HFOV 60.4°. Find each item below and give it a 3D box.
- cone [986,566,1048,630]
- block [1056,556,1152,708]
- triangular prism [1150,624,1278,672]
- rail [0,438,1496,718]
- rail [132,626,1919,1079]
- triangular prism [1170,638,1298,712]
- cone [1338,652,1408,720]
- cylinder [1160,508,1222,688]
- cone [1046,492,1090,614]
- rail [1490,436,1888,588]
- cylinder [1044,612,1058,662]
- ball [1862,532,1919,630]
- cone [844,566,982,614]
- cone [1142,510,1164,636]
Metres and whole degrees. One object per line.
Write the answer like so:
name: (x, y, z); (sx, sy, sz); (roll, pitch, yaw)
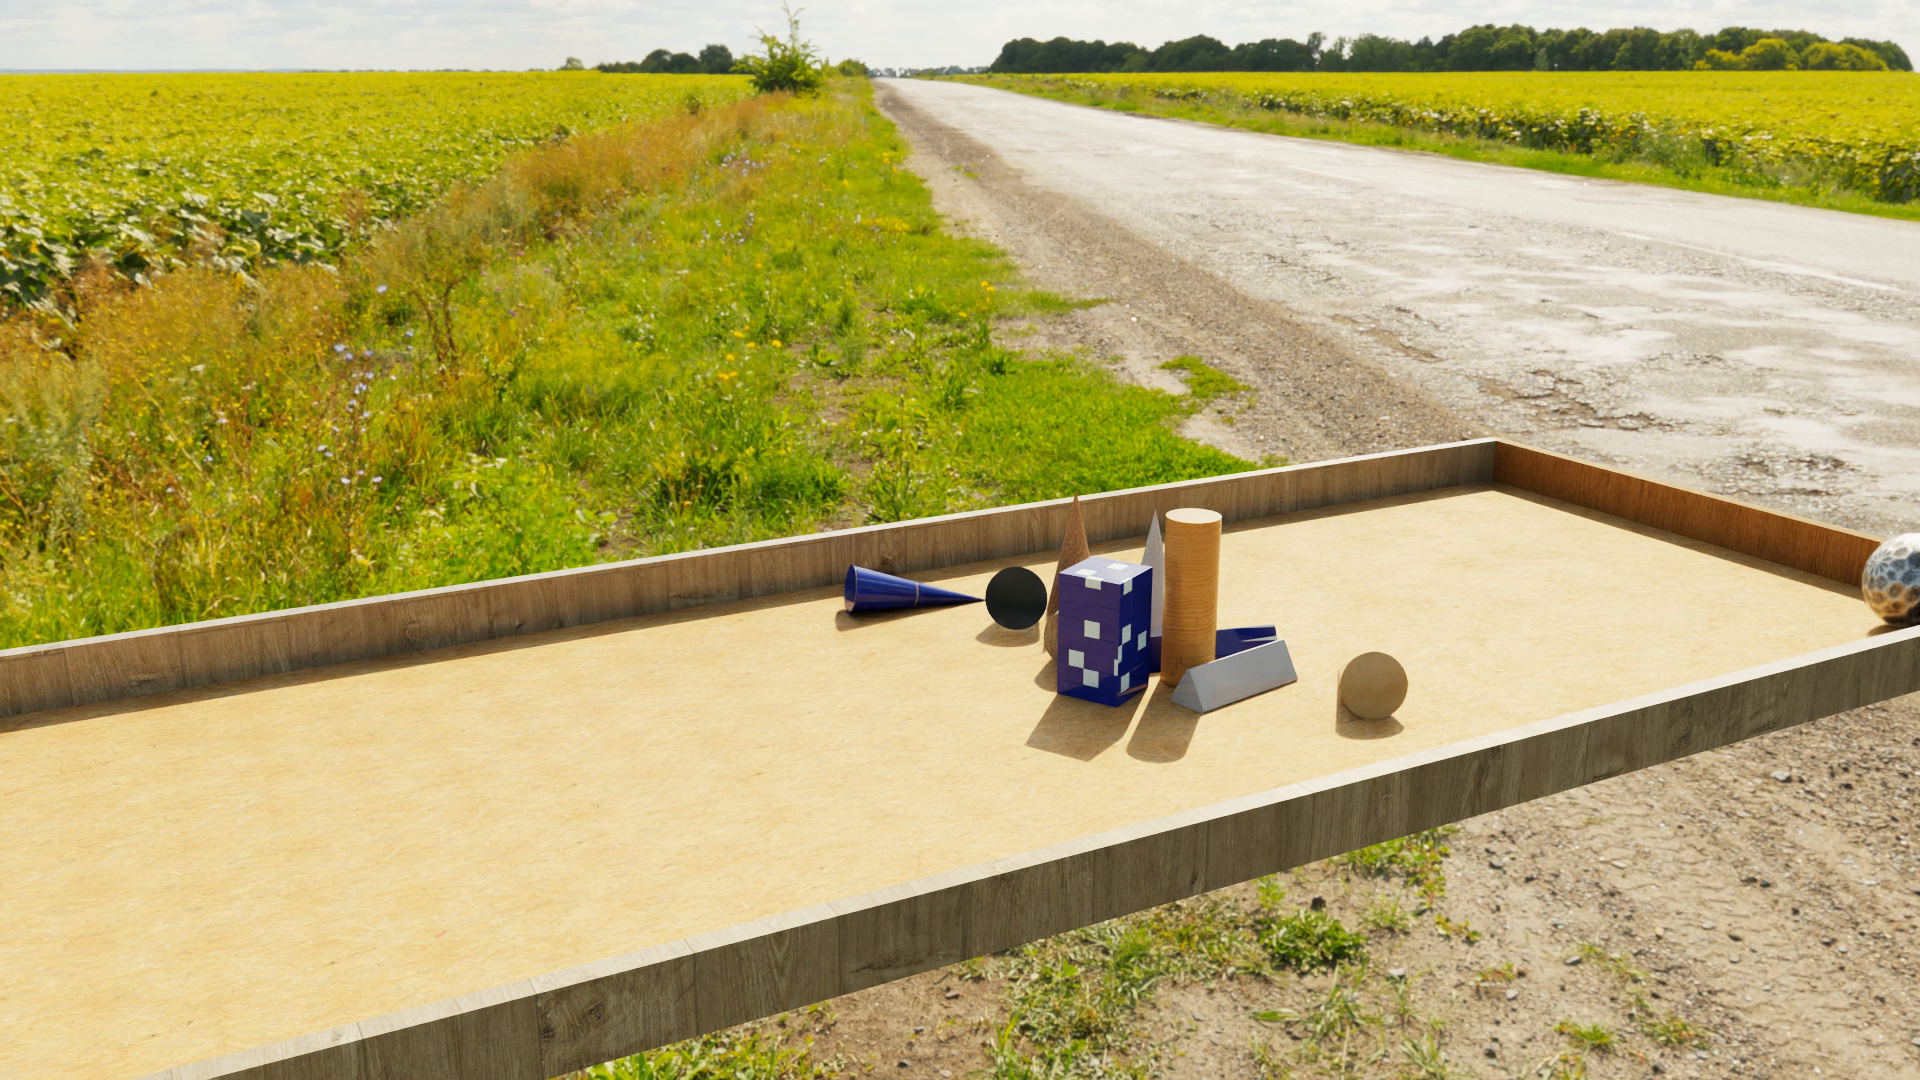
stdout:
cone: (0.192, 0.153, 4.683); (0.174, 0.174, 0.354); (4, 3, 12)
block: (0.355, 0.222, 4.046); (0.167, 0.312, 0.167); (11, 19, 32)
triangular prism: (0.618, 0.275, 4.271); (0.426, 0.080, 0.092); (-5, 17, -15)
rail: (-3.305, 0.497, 3.399); (12.000, 0.150, 0.050); (-9, 18, -27)
rail: (-2.336, 1.006, 1.665); (12.000, 0.150, 0.050); (-9, 18, -27)
triangular prism: (0.681, 0.325, 4.071); (0.344, 0.095, 0.110); (-13, 21, -37)
cone: (0.976, 0.336, 4.071); (0.161, 0.161, 0.335); (0, 3, -1)
cylinder: (0.572, 0.147, 4.093); (0.136, 0.430, 0.136); (0, 16, 0)
cone: (0.323, 0.028, 4.632); (0.153, 0.355, 0.153); (0, 16, 0)
rail: (2.466, -0.048, 5.253); (0.050, 0.150, 2.100); (-9, 18, -27)
cylinder: (0.344, 0.211, 4.352); (0.160, 0.160, 0.328); (6, 17, 19)
ball: (2.603, 0.116, 4.475); (0.274, 0.274, 0.274); (0, 16, 0)
cone: (-0.114, 0.157, 4.700); (0.411, 0.138, 0.138); (5, 14, -17)
cone: (0.510, 0.098, 4.350); (0.164, 0.379, 0.164); (0, 16, 0)
